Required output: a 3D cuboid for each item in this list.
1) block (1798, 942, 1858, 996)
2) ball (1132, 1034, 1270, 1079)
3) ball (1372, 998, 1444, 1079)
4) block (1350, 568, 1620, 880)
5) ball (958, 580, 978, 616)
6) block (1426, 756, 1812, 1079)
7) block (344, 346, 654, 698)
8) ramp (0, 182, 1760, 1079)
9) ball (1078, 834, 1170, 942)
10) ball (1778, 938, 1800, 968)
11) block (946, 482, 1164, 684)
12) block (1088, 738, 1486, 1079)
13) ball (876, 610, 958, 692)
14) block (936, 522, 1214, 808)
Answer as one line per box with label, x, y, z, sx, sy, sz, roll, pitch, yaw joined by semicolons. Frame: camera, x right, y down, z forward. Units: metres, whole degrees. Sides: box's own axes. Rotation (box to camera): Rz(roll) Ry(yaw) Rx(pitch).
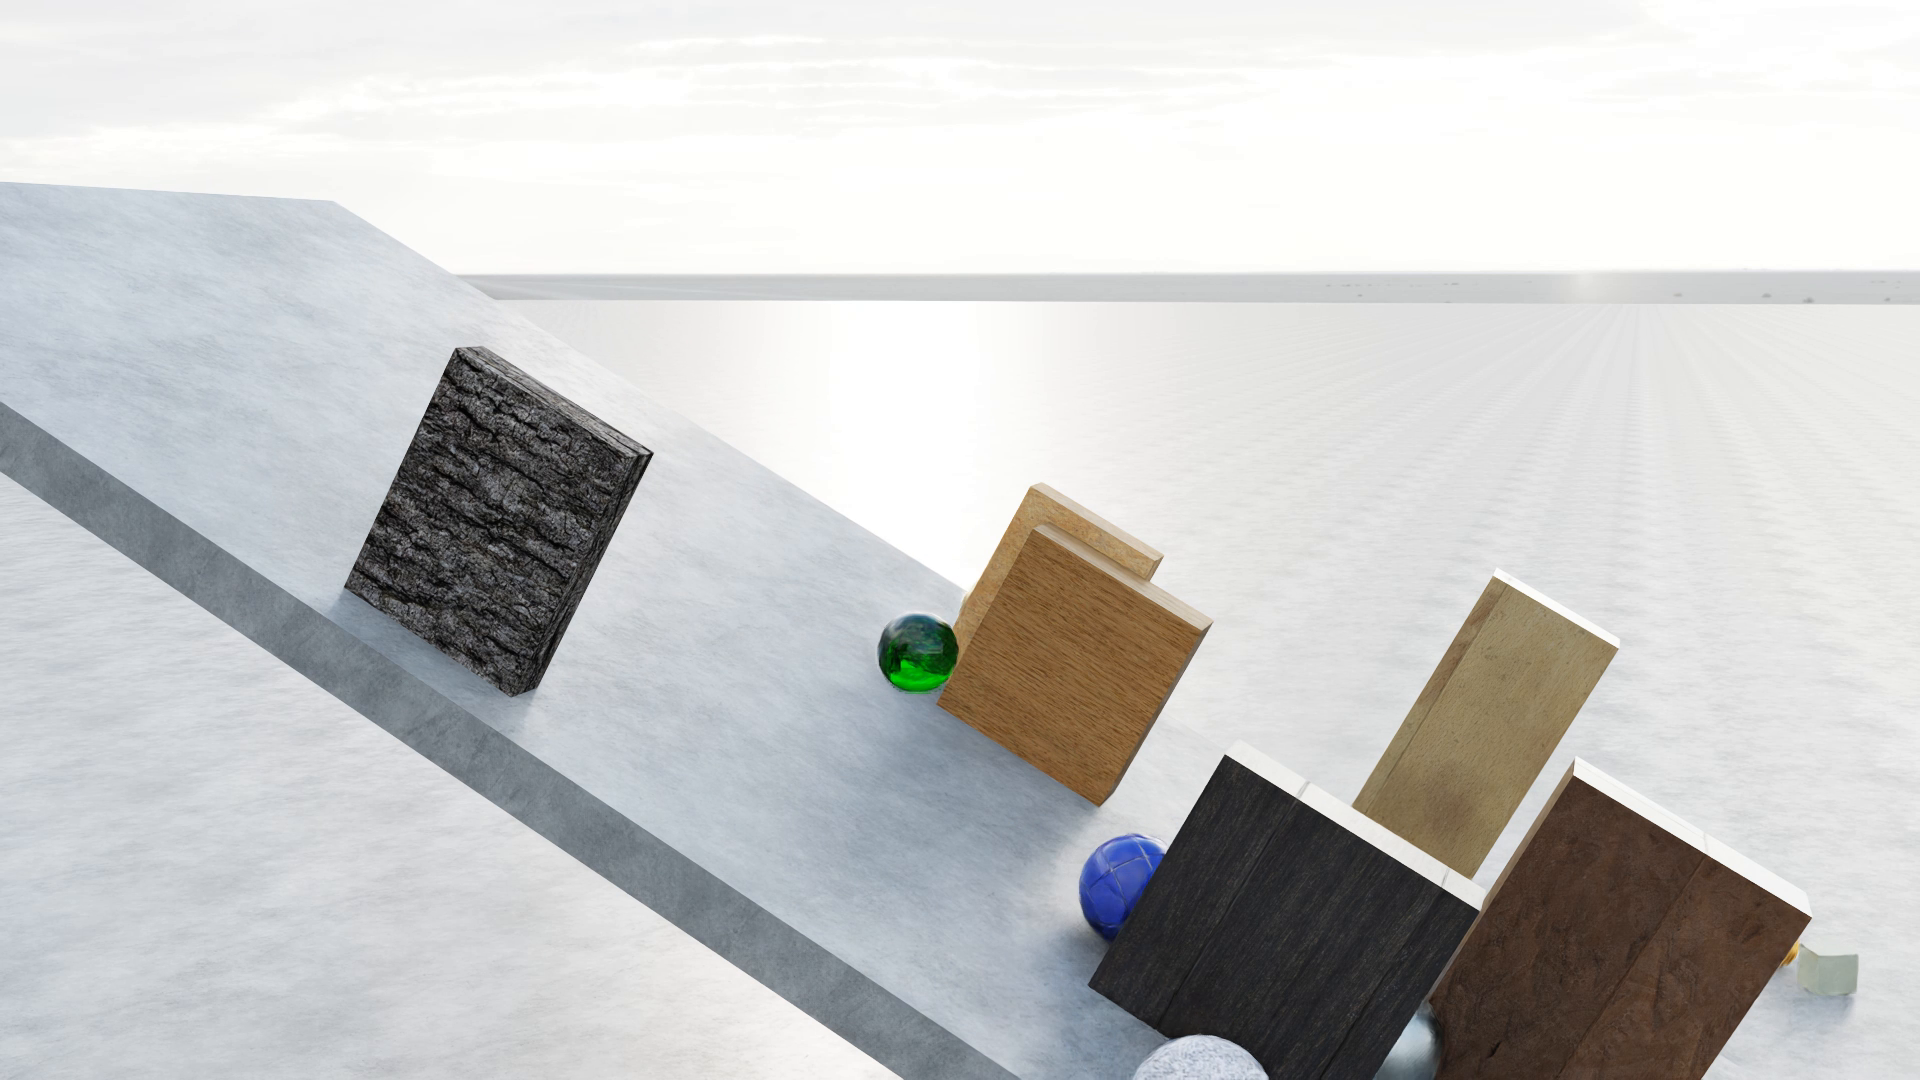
block;2.251;1.111;5.705;0.107;0.107;0.107;-1;7;-5
ball;0.327;0.776;2.983;0.205;0.205;0.205;0;7;0
ball;0.672;0.804;3.533;0.206;0.206;0.206;0;7;0
block;1.041;0.433;4.513;0.281;0.698;0.118;31;14;11
ball;0.100;0.167;4.668;0.206;0.206;0.206;0;7;0
block;1.039;0.737;3.630;0.420;0.613;0.146;31;14;11
block;-0.710;-0.030;3.373;0.327;0.426;0.085;31;14;11
ramp;-0.202;0.334;4.137;4.000;0.100;2.000;31;14;11
ball;0.289;0.579;3.629;0.187;0.187;0.187;0;7;0
ball;2.181;1.080;5.886;0.127;0.127;0.127;0;7;0
block;0.171;0.148;4.395;0.288;0.437;0.093;31;14;11
block;0.500;0.615;3.394;0.438;0.437;0.118;31;14;11
ball;-0.082;0.216;4.251;0.158;0.158;0.158;0;7;0
block;0.221;0.237;4.251;0.374;0.401;0.127;31;14;11
